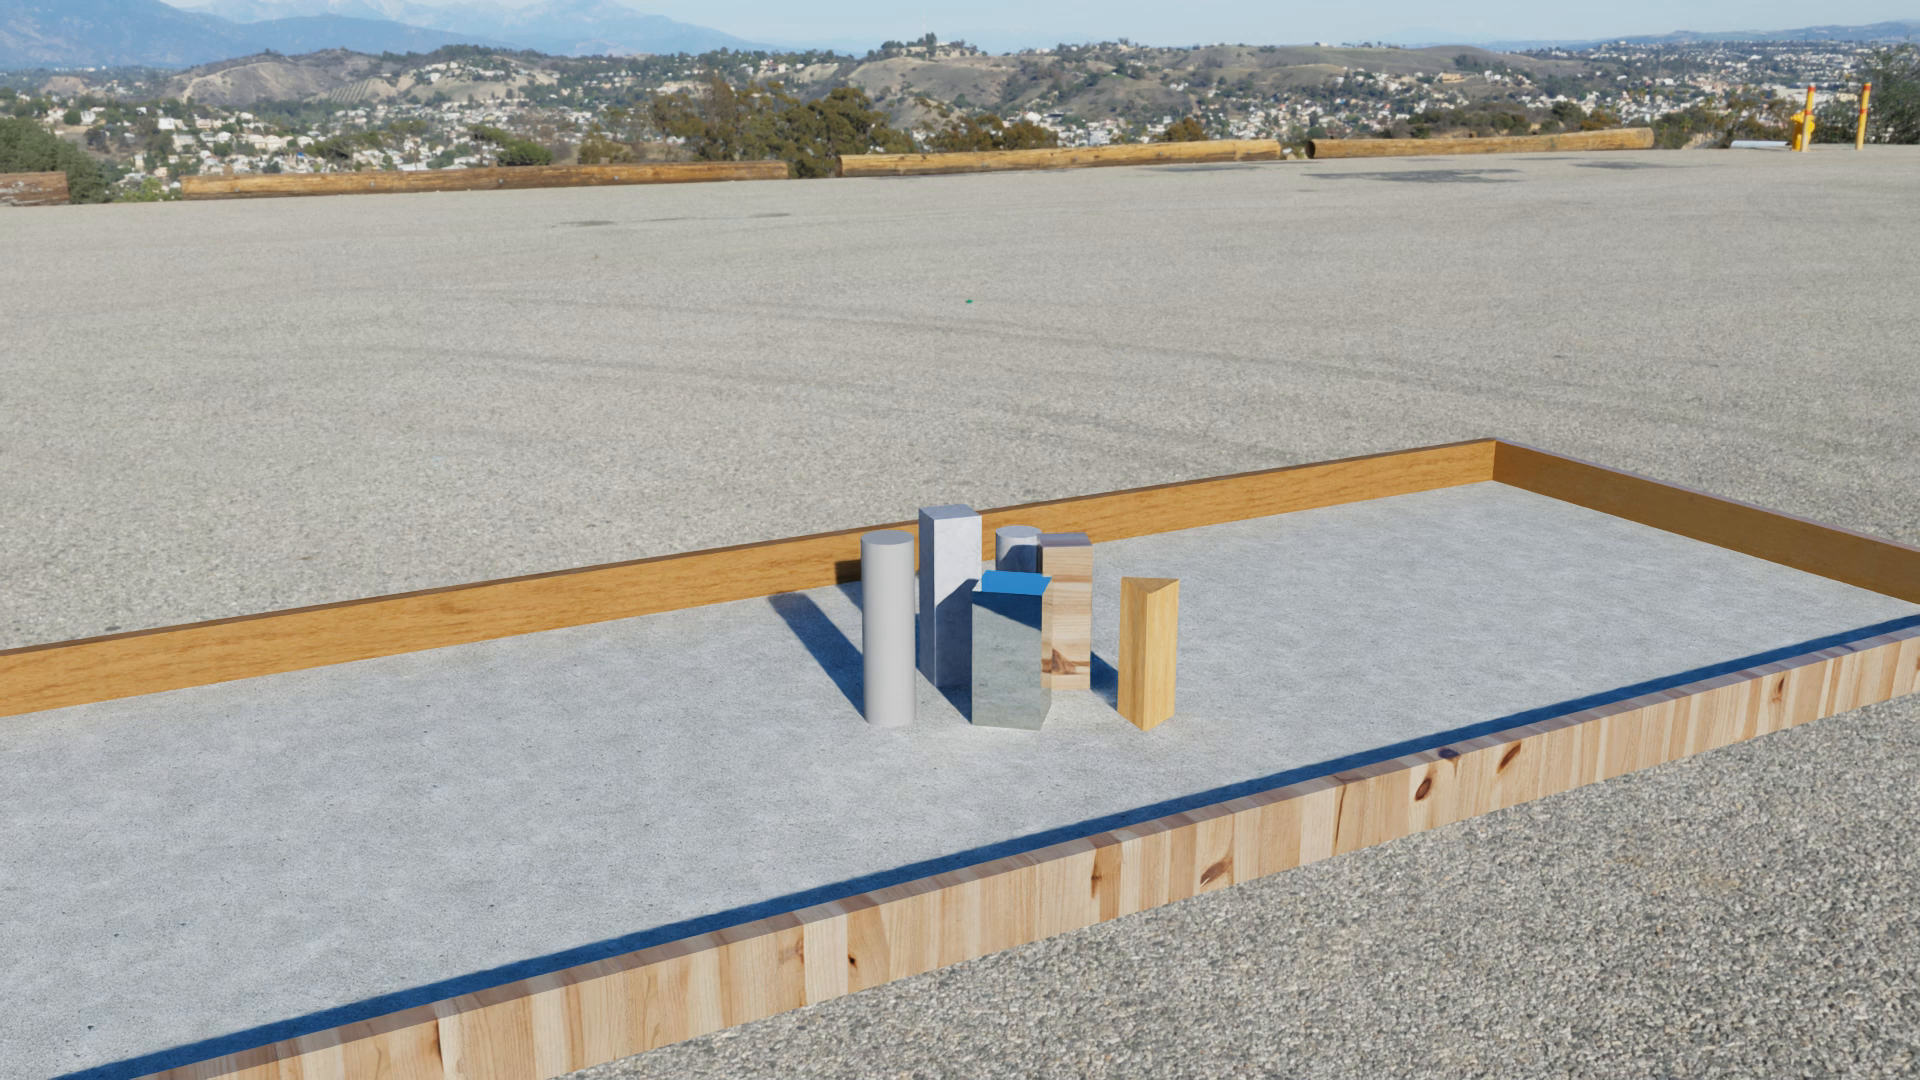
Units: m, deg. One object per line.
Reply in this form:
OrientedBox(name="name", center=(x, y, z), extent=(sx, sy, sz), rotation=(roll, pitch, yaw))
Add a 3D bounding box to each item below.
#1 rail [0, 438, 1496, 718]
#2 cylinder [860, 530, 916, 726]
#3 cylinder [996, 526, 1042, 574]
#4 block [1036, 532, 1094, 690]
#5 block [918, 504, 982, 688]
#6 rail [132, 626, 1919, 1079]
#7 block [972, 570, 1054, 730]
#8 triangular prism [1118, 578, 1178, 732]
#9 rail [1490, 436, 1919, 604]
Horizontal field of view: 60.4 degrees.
OrientedBox(name="rail", center=(-3.305, 0.497, 3.399), extent=(12.000, 0.150, 0.050), rotation=(-9, 18, -27))
OrientedBox(name="cylinder", center=(-0.167, 0.207, 3.862), extent=(0.125, 0.445, 0.125), rotation=(0, 16, 0))
OrientedBox(name="cylinder", center=(0.153, 0.129, 4.358), extent=(0.121, 0.315, 0.121), rotation=(0, 16, 0))
OrientedBox(name="block", center=(0.256, 0.177, 4.097), extent=(0.122, 0.370, 0.122), rotation=(-1, 16, -5))
OrientedBox(name="block", center=(-0.025, 0.138, 4.118), extent=(0.122, 0.433, 0.122), rotation=(-6, 17, -19))
OrientedBox(name="rail", center=(-2.336, 1.006, 1.665), extent=(12.000, 0.150, 0.050), rotation=(-9, 18, -27))
OrientedBox(name="block", center=(0.125, 0.258, 3.887), extent=(0.162, 0.332, 0.162), rotation=(3, 17, 12))
OrientedBox(name="triangular prism", center=(0.424, 0.259, 3.874), extent=(0.115, 0.338, 0.133), rotation=(12, 20, 35))
OrientedBox(name="rail", center=(2.466, -0.048, 5.253), extent=(0.050, 0.150, 2.100), rotation=(-9, 18, -27))
